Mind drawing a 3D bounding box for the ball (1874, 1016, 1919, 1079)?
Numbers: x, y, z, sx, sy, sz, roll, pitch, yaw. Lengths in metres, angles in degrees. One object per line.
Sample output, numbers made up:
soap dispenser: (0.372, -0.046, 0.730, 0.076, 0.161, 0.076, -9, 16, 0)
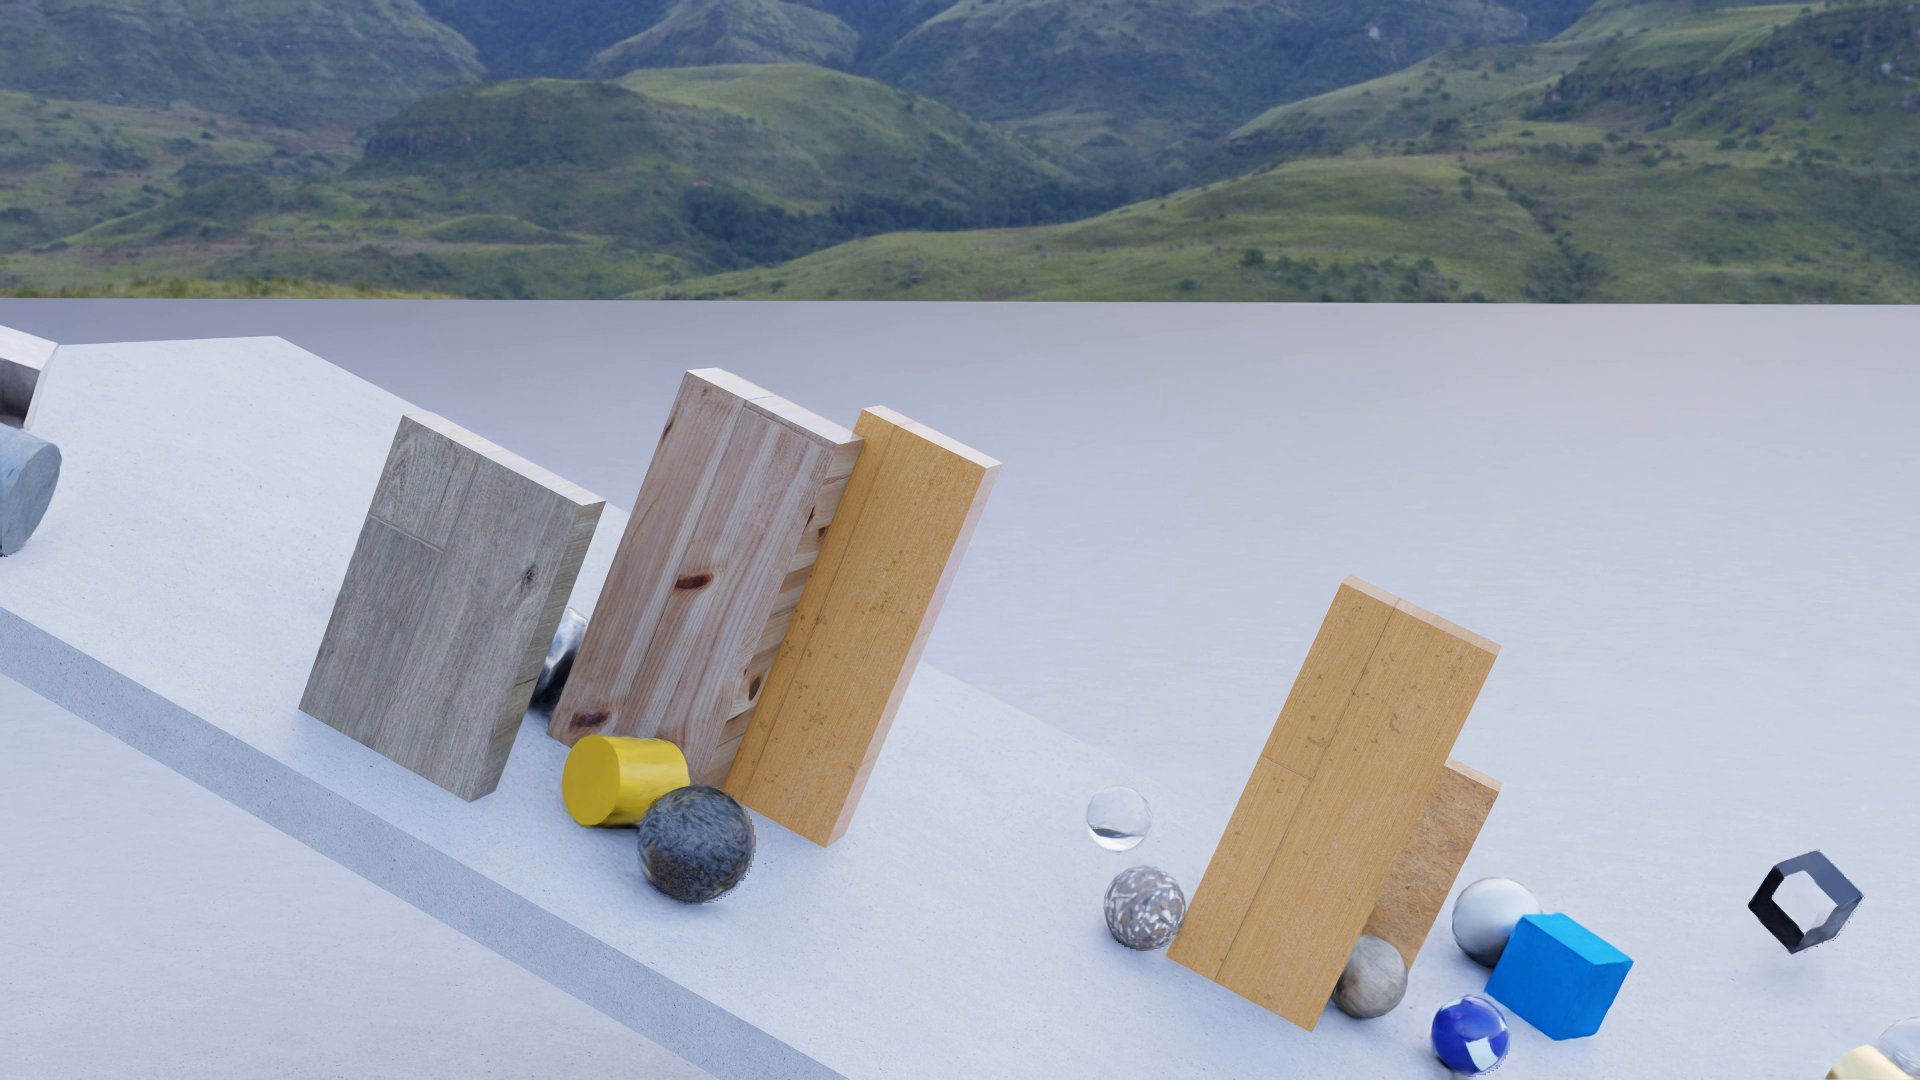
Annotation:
ball: (2.140, 1.162, 4.891, 0.201, 0.201, 0.201, 0, 7, 0)

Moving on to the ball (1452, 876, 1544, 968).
ball: (1.148, 0.816, 4.692, 0.195, 0.195, 0.195, 0, 7, 0)

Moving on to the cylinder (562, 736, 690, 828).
cylinder: (-0.547, 0.396, 3.599, 0.146, 0.146, 0.146, 6, -3, 41)

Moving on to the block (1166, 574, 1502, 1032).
block: (0.669, 0.475, 3.965, 0.294, 0.768, 0.114, 26, 13, 13)

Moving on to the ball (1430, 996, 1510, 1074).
ball: (0.943, 0.915, 4.069, 0.142, 0.142, 0.142, 0, 7, 0)

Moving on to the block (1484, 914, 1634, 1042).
block: (1.236, 0.899, 4.538, 0.181, 0.181, 0.181, 8, 20, -48)

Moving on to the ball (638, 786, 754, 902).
ball: (-0.414, 0.475, 3.440, 0.181, 0.181, 0.181, 0, 7, 0)

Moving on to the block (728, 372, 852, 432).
block: (-0.452, -0.088, 4.997, 0.397, 0.459, 0.081, 26, 13, 13)

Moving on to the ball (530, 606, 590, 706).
ball: (-0.736, 0.206, 3.959, 0.183, 0.183, 0.183, 0, 7, 0)

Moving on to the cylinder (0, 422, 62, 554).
cylinder: (-1.635, -0.106, 3.643, 0.199, 0.199, 0.199, 22, 6, -3)

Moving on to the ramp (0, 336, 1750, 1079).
ramp: (-0.287, 0.498, 4.183, 4.000, 0.100, 2.000, 26, 13, 13)

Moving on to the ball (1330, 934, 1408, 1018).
ball: (0.761, 0.818, 4.119, 0.154, 0.154, 0.154, 0, 7, 0)

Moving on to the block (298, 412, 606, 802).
block: (-0.809, 0.105, 3.487, 0.334, 0.521, 0.084, 26, 13, 13)

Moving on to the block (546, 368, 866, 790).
block: (-0.443, 0.084, 3.799, 0.296, 0.697, 0.131, 26, 13, 13)

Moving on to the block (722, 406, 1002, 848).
block: (-0.187, 0.153, 3.861, 0.242, 0.740, 0.101, 26, 13, 13)

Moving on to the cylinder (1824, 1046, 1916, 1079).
cylinder: (1.930, 1.185, 4.601, 0.178, 0.178, 0.178, -3, 26, -27)

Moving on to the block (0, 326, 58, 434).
block: (-1.805, -0.279, 4.046, 0.199, 0.199, 0.199, 19, 14, -19)

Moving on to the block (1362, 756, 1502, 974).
block: (0.836, 0.627, 4.319, 0.269, 0.464, 0.087, 26, 13, 13)

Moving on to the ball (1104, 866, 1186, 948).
ball: (0.336, 0.668, 4.006, 0.150, 0.150, 0.150, 0, 7, 0)

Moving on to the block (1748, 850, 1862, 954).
block: (2.271, 0.972, 5.913, 0.172, 0.172, 0.172, -11, 45, -29)

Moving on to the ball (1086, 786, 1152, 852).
ball: (0.320, 0.562, 4.437, 0.134, 0.134, 0.134, 0, 7, 0)
